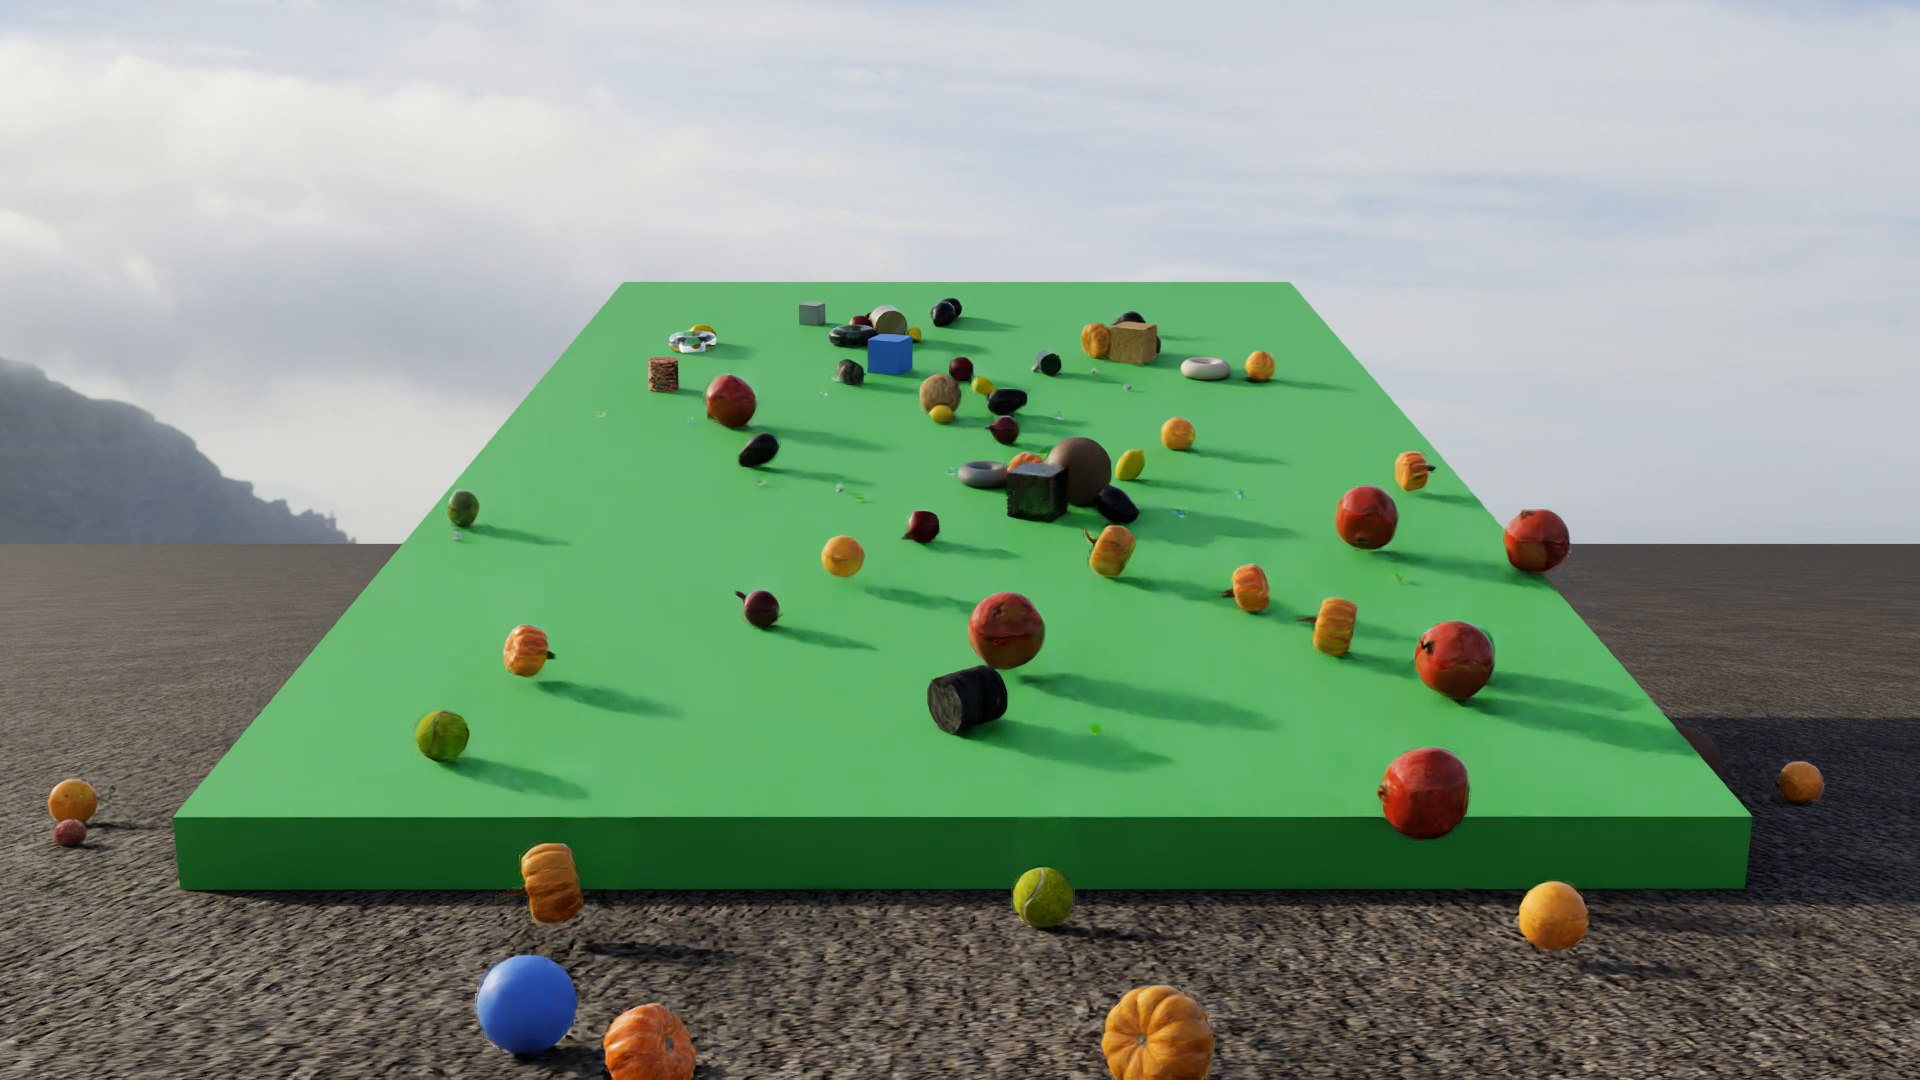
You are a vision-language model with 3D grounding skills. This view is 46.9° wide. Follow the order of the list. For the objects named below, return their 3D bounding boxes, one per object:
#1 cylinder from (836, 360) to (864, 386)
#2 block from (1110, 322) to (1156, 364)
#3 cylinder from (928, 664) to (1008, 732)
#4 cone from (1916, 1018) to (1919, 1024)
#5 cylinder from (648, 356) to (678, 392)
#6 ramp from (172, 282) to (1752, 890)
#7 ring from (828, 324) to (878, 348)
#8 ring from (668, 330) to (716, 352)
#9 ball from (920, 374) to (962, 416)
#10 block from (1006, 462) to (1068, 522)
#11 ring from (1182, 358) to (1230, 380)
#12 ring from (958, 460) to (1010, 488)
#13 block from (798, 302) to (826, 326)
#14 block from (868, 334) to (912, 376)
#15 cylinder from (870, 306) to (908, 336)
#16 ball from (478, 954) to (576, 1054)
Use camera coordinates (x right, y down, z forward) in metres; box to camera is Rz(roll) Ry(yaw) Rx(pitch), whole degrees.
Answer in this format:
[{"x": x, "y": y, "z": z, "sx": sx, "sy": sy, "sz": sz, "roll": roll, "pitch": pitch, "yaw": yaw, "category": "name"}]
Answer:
[{"x": -0.260, "y": -0.398, "z": 5.255, "sx": 0.054, "sy": 0.054, "sz": 0.054, "roll": 0, "pitch": 15, "yaw": -20, "category": "cylinder"}, {"x": 0.433, "y": -0.492, "z": 5.521, "sx": 0.087, "sy": 0.087, "sz": 0.087, "roll": 8, "pitch": 18, "yaw": 26, "category": "block"}, {"x": 0.010, "y": 0.222, "z": 3.095, "sx": 0.080, "sy": 0.080, "sz": 0.080, "roll": -13, "pitch": 8, "yaw": -36, "category": "cylinder"}, {"x": 0.915, "y": 0.428, "z": 2.026, "sx": 0.088, "sy": 0.088, "sz": 0.088, "roll": -32, "pitch": -19, "yaw": 33, "category": "cone"}, {"x": -0.697, "y": -0.389, "z": 5.194, "sx": 0.070, "sy": 0.070, "sz": 0.070, "roll": 0, "pitch": 16, "yaw": 0, "category": "cylinder"}, {"x": -0.002, "y": -0.164, "z": 4.733, "sx": 2.000, "sy": 0.100, "sz": 4.000, "roll": 0, "pitch": 16, "yaw": 0, "category": "ramp"}, {"x": -0.276, "y": -0.527, "z": 5.719, "sx": 0.126, "sy": 0.042, "sz": 0.126, "roll": -1, "pitch": 17, "yaw": 0, "category": "ring"}, {"x": -0.683, "y": -0.507, "z": 5.648, "sx": 0.124, "sy": 0.041, "sz": 0.124, "roll": -1, "pitch": 16, "yaw": 0, "category": "ring"}, {"x": -0.044, "y": -0.323, "z": 4.924, "sx": 0.094, "sy": 0.094, "sz": 0.094, "roll": 0, "pitch": 0, "yaw": 0, "category": "ball"}, {"x": 0.146, "y": -0.090, "z": 4.148, "sx": 0.087, "sy": 0.087, "sz": 0.087, "roll": 8, "pitch": 18, "yaw": 25, "category": "block"}, {"x": 0.592, "y": -0.414, "z": 5.339, "sx": 0.118, "sy": 0.039, "sz": 0.118, "roll": 1, "pitch": 18, "yaw": 0, "category": "ring"}, {"x": 0.050, "y": -0.130, "z": 4.377, "sx": 0.109, "sy": 0.036, "sz": 0.109, "roll": 1, "pitch": 17, "yaw": 0, "category": "ring"}, {"x": -0.400, "y": -0.613, "z": 5.990, "sx": 0.054, "sy": 0.054, "sz": 0.054, "roll": 6, "pitch": 17, "yaw": 19, "category": "block"}, {"x": -0.170, "y": -0.453, "z": 5.393, "sx": 0.082, "sy": 0.082, "sz": 0.082, "roll": 7, "pitch": 18, "yaw": 21, "category": "block"}, {"x": -0.186, "y": -0.564, "z": 5.768, "sx": 0.084, "sy": 0.084, "sz": 0.084, "roll": 0, "pitch": 16, "yaw": -13, "category": "cylinder"}, {"x": -0.378, "y": 0.405, "z": 1.931, "sx": 0.085, "sy": 0.085, "sz": 0.085, "roll": 0, "pitch": 0, "yaw": 0, "category": "ball"}]
